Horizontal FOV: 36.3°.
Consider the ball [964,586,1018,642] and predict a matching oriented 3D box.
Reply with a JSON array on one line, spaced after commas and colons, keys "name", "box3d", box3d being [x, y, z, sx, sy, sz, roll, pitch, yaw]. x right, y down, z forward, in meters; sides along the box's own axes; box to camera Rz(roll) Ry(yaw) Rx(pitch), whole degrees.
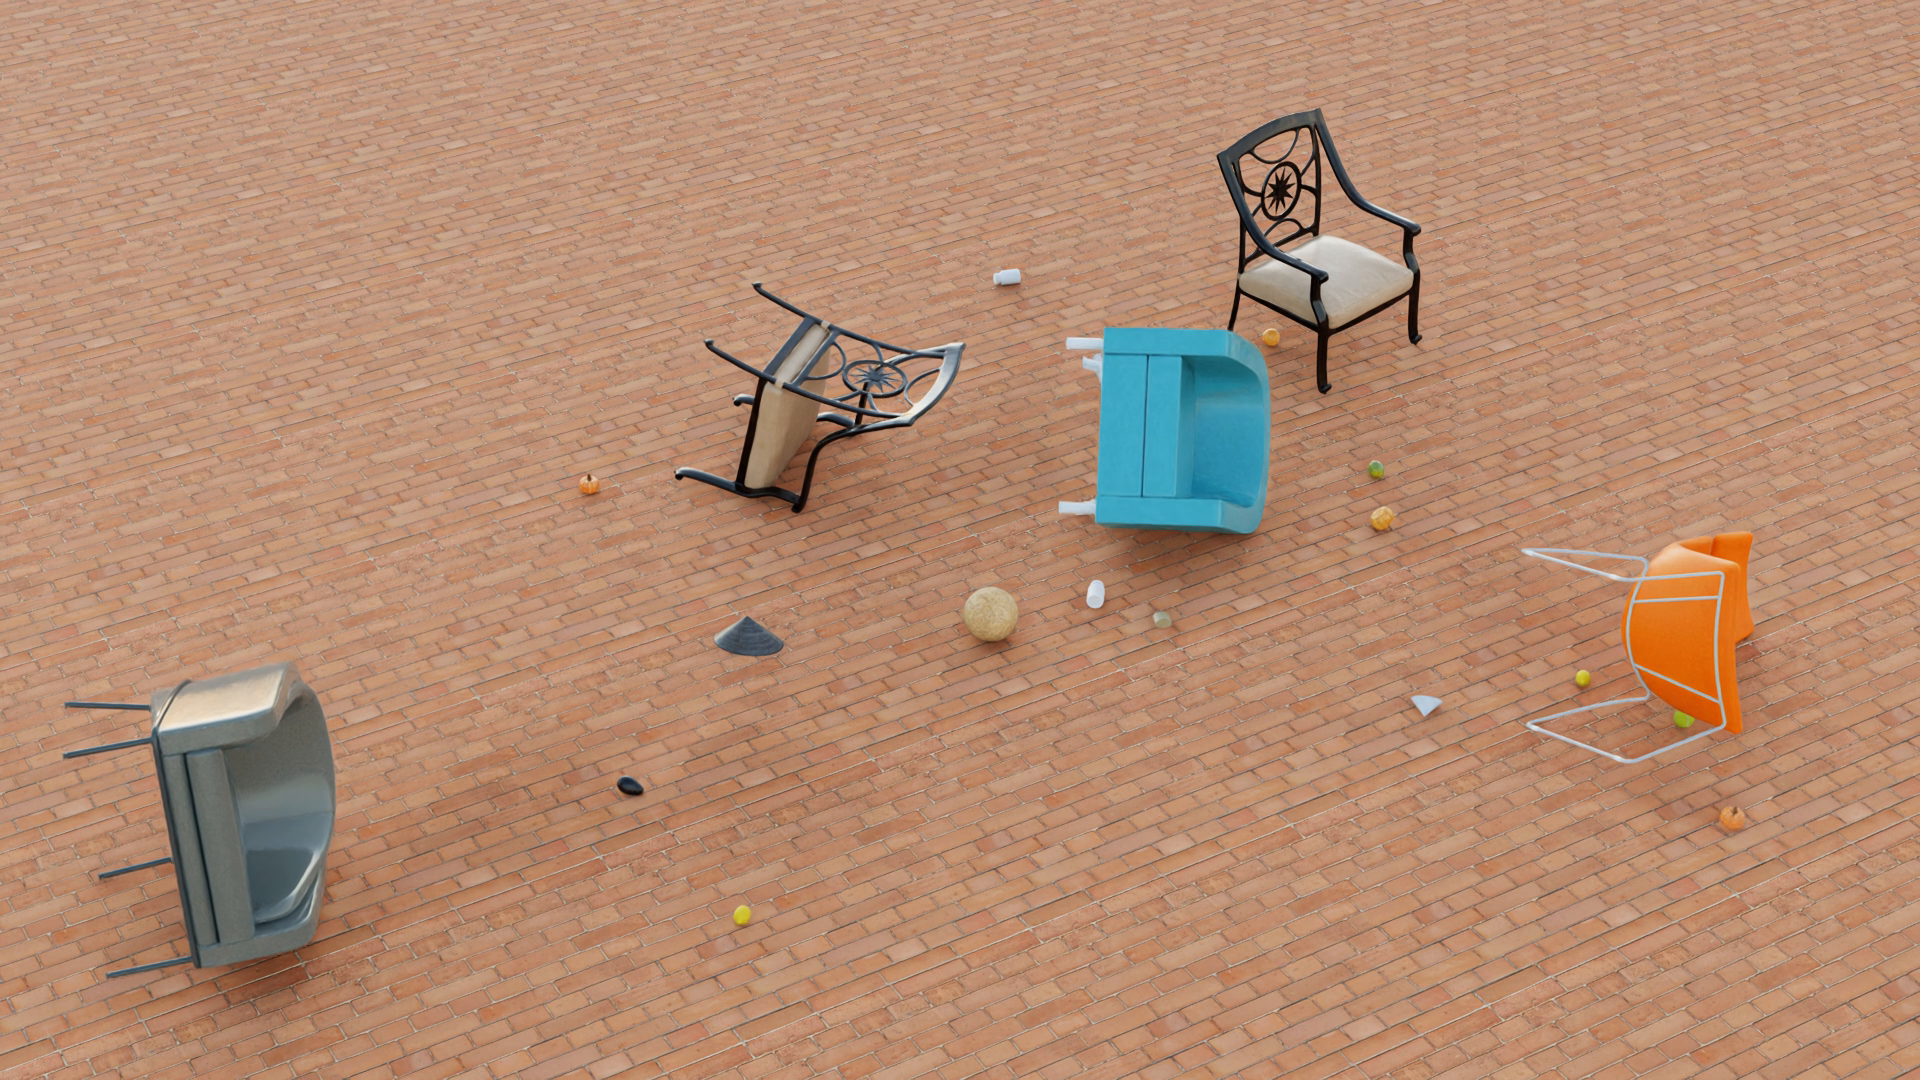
[{"name": "ball", "box3d": [0.109, 0.263, 10.367, 0.196, 0.196, 0.196, 0, 33, 0]}]

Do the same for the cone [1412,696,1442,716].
[{"name": "cone", "box3d": [1.595, 0.578, 10.043, 0.107, 0.058, 0.065, 5, 58, 16]}]

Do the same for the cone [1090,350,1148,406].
[{"name": "cone", "box3d": [0.630, -0.627, 11.827, 0.238, 0.158, 0.234, 1, 52, 12]}]

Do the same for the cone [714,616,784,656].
[{"name": "cone", "box3d": [-0.750, 0.314, 10.364, 0.258, 0.114, 0.164, 9, 34, 14]}]
